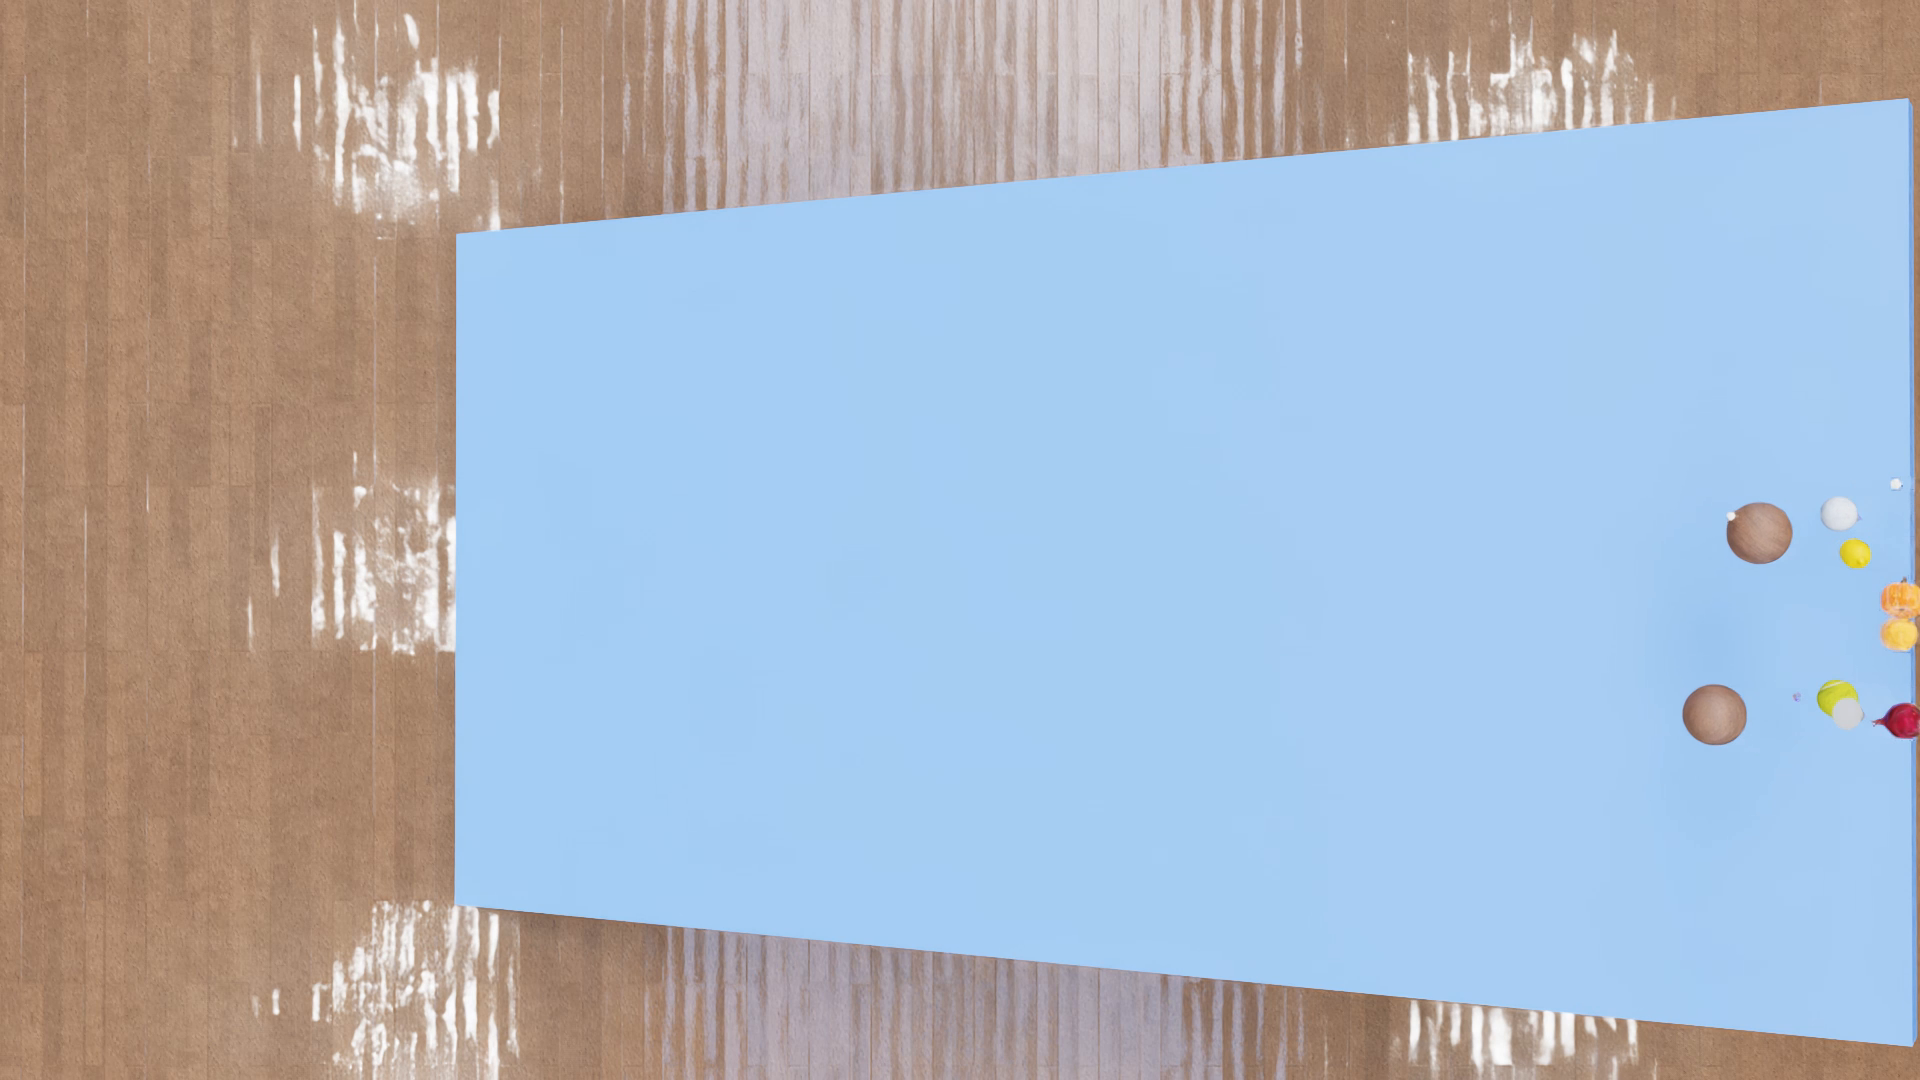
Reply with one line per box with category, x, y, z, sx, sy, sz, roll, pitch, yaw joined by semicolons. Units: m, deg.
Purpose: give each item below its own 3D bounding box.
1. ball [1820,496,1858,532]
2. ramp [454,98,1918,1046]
ball;1.681;-0.050;4.206;0.068;0.068;0.068;0;89;0
ramp;0.274;0.076;5.642;4.000;0.100;2.000;0;89;29
